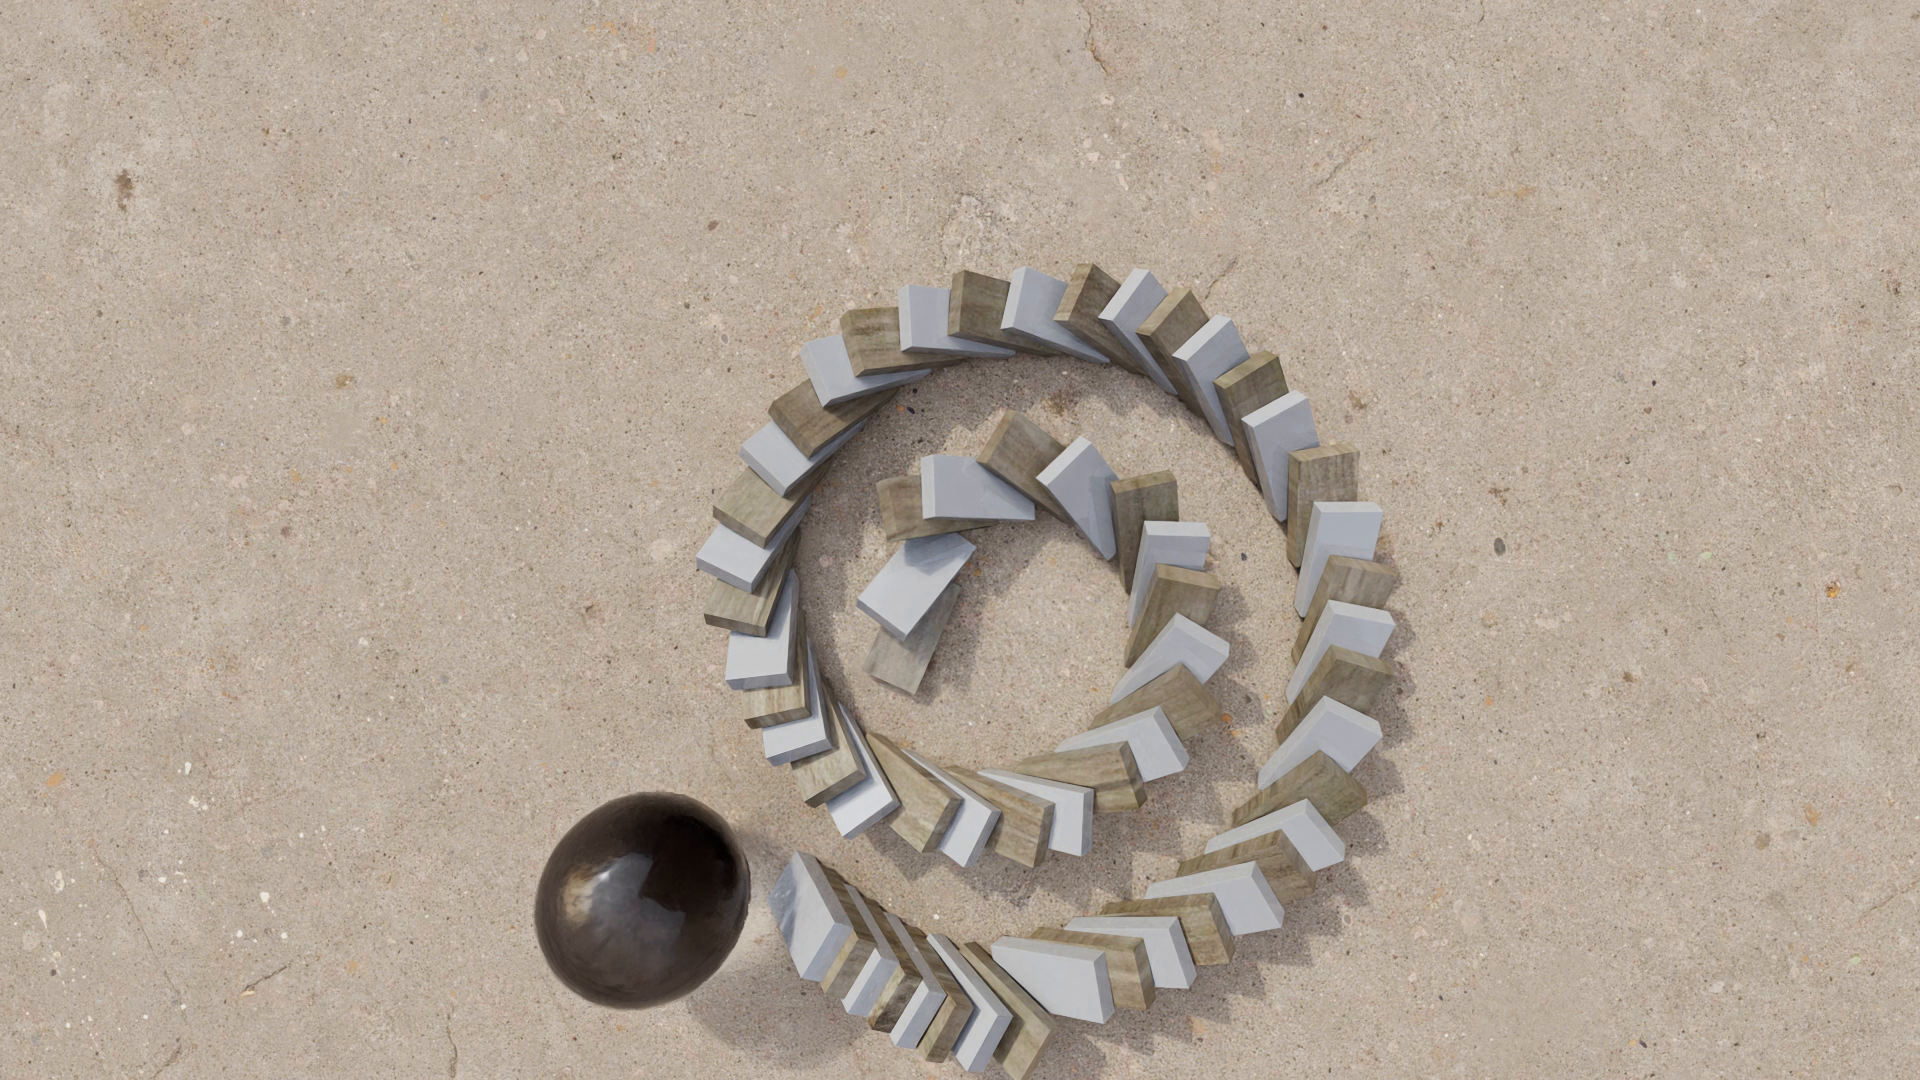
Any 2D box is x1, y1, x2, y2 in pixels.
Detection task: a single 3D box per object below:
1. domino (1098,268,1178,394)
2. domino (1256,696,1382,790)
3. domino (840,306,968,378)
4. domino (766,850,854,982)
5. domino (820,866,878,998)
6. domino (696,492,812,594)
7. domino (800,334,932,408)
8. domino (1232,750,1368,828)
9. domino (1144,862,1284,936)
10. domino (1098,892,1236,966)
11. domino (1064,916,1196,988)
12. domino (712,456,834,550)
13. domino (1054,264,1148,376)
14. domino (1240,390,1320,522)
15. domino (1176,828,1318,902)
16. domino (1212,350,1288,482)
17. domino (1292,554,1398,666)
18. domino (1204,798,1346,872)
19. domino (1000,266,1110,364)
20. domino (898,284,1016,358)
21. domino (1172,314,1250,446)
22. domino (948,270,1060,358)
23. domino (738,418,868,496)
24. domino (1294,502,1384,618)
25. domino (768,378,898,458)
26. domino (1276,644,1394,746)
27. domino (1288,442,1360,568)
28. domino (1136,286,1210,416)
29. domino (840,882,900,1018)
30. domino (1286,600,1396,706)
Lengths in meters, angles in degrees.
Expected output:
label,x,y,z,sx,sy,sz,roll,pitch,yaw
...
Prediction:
label,x,y,z,sx,sy,sz,roll,pitch,yaw
domino,0.082,-0.086,0.382,0.050,0.010,0.025,37,88,-35
domino,0.149,0.090,0.383,0.025,0.010,0.050,26,120,-1
domino,-0.023,-0.084,0.382,0.050,0.010,0.025,-13,86,-31
domino,-0.062,0.153,0.376,0.010,0.050,0.025,31,90,-31
domino,-0.053,0.159,0.376,0.009,0.050,0.025,31,90,-31
domino,-0.085,-0.004,0.382,0.025,0.010,0.050,25,57,4
domino,-0.039,-0.075,0.383,0.050,0.009,0.025,-23,89,-32
domino,0.141,0.112,0.384,0.025,0.010,0.050,41,119,0
domino,0.105,0.152,0.381,0.050,0.010,0.025,-28,95,33
domino,0.086,0.164,0.383,0.050,0.009,0.025,-21,90,33
domino,0.070,0.171,0.381,0.050,0.009,0.025,-18,91,37
domino,-0.077,-0.023,0.382,0.025,0.010,0.050,32,58,3
domino,0.064,-0.091,0.382,0.050,0.009,0.025,24,90,-36
domino,0.137,-0.035,0.383,0.025,0.010,0.050,-29,122,0
domino,0.118,0.140,0.382,0.050,0.010,0.025,-35,94,34
domino,0.126,-0.051,0.382,0.025,0.009,0.050,-32,123,0
domino,0.160,0.032,0.385,0.025,0.009,0.050,10,117,0
domino,0.130,0.129,0.382,0.050,0.009,0.025,-39,92,34
domino,0.043,-0.093,0.384,0.050,0.009,0.025,13,90,-28
domino,-0.001,-0.091,0.383,0.050,0.010,0.025,-3,89,-30
domino,0.110,-0.066,0.382,0.025,0.009,0.050,-43,124,-3
domino,0.020,-0.094,0.383,0.050,0.010,0.025,5,89,-30
domino,-0.065,-0.043,0.383,0.025,0.009,0.050,44,60,0
domino,0.158,0.009,0.384,0.025,0.009,0.050,0,117,0
domino,-0.052,-0.058,0.382,0.025,0.009,0.050,49,57,0
domino,0.155,0.069,0.382,0.025,0.009,0.050,17,121,-4
domino,0.152,-0.014,0.384,0.025,0.009,0.050,-10,119,0
domino,0.096,-0.078,0.381,0.025,0.009,0.050,-49,125,-3
domino,-0.045,0.167,0.376,0.009,0.050,0.025,31,90,-31
domino,0.158,0.050,0.382,0.025,0.009,0.050,11,121,0
